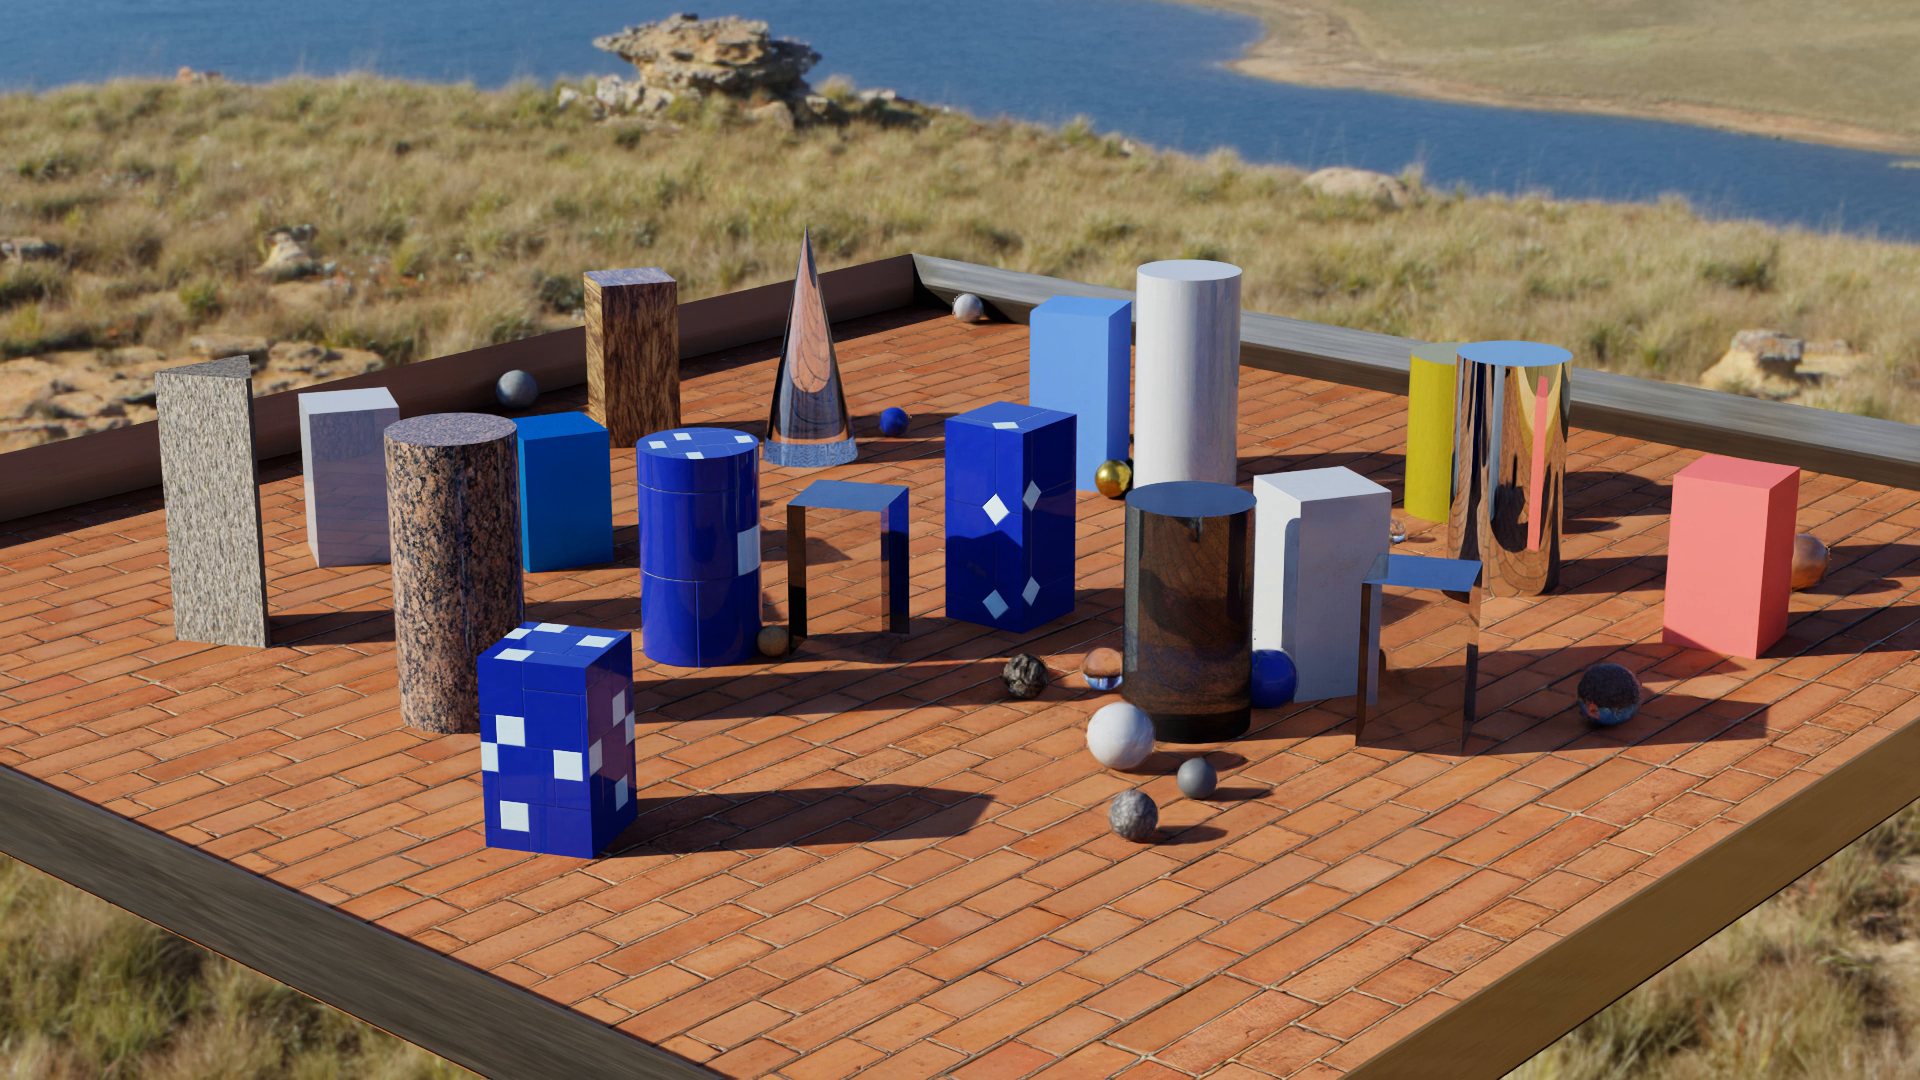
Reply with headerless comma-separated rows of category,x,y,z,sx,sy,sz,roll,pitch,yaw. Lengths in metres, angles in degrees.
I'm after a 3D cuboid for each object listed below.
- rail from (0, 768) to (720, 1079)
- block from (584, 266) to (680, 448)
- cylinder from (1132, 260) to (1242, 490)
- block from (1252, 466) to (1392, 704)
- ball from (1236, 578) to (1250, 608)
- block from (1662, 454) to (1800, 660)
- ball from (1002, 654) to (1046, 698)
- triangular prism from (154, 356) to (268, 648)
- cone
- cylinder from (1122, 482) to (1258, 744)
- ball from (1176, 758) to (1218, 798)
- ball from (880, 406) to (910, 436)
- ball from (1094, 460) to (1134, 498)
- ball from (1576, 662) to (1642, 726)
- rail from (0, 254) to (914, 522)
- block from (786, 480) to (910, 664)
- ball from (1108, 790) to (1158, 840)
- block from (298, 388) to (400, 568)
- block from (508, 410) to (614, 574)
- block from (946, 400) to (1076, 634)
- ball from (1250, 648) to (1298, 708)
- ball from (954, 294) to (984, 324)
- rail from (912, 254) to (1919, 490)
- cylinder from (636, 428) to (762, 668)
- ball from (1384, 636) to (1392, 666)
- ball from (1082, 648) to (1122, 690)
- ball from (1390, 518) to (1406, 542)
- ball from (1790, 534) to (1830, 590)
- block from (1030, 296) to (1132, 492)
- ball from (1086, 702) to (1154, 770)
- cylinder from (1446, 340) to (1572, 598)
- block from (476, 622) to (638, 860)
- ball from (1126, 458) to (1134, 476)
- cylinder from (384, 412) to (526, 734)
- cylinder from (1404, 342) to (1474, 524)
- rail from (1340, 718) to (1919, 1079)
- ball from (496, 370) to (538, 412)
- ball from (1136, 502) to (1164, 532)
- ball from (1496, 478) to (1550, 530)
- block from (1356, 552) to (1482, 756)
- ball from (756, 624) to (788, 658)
rail,-1.125,0.406,3.879,3.342,0.129,0.045,14,22,39
block,-0.685,-0.383,6.131,0.159,0.343,0.159,-6,18,-19
cylinder,0.435,-0.291,5.620,0.199,0.461,0.199,0,17,0
block,0.569,0.069,4.655,0.159,0.329,0.159,-6,18,-20
ball,0.503,0.092,5.063,0.050,0.050,0.050,0,17,0
block,1.280,0.025,4.869,0.159,0.289,0.159,11,20,31
ball,0.102,0.215,4.622,0.070,0.070,0.070,0,17,0
triangular prism,-1.210,-0.068,4.887,0.172,0.458,0.149,5,17,15
cone,-0.309,-0.407,5.967,0.199,0.483,0.199,0,17,0
cylinder,0.349,0.109,4.474,0.199,0.357,0.199,0,17,0
ball,0.341,0.343,4.217,0.058,0.058,0.058,0,17,0
ball,-0.138,-0.249,6.175,0.062,0.062,0.062,0,17,0
ball,0.300,-0.119,5.720,0.076,0.076,0.076,0,17,0
ball,0.996,0.237,4.502,0.096,0.096,0.096,0,17,0
rail,-1.244,-0.279,6.154,0.045,0.129,3.480,14,22,39
block,-0.183,0.051,4.838,0.159,0.259,0.159,5,17,15
ball,0.241,0.381,4.069,0.069,0.069,0.069,0,17,0
block,-1.106,-0.115,5.343,0.159,0.286,0.159,-6,18,-18
block,-0.736,-0.089,5.324,0.159,0.246,0.159,-8,19,-25
block,0.086,-0.041,4.986,0.159,0.348,0.159,12,20,34
ball,0.479,0.215,4.576,0.094,0.094,0.094,0,17,0
ball,0.021,-0.571,7.226,0.072,0.072,0.072,0,17,0
rail,1.125,-0.341,6.361,3.342,0.129,0.045,14,22,39
cylinder,-0.426,0.011,4.810,0.199,0.352,0.199,0,17,0
ball,0.667,0.178,4.750,0.066,0.066,0.066,0,17,0
ball,0.228,0.205,4.656,0.068,0.068,0.068,0,17,0
ball,0.806,-0.018,5.436,0.045,0.045,0.045,0,17,0
ball,1.476,0.038,5.156,0.100,0.100,0.100,0,17,0
block,0.238,-0.291,5.812,0.159,0.352,0.159,6,18,19
ball,0.236,0.288,4.325,0.099,0.099,0.099,0,17,0
cylinder,0.964,-0.126,5.157,0.199,0.414,0.199,0,17,0
block,-0.555,0.275,4.061,0.159,0.277,0.159,5,17,16
ball,0.342,-0.140,5.848,0.042,0.042,0.042,0,17,0
cylinder,-0.771,0.050,4.501,0.199,0.455,0.199,0,17,0
cylinder,0.955,-0.206,5.606,0.199,0.307,0.199,0,17,0
rail,1.244,0.344,4.086,0.045,0.129,3.480,14,22,39
ball,-0.964,-0.324,6.374,0.090,0.090,0.090,0,17,0
ball,0.357,-0.044,5.507,0.054,0.054,0.054,0,17,0
ball,1.059,-0.068,5.511,0.099,0.099,0.099,0,17,0
block,0.695,0.172,4.437,0.159,0.259,0.159,5,17,16
ball,-0.307,0.166,4.813,0.053,0.053,0.053,0,17,0
